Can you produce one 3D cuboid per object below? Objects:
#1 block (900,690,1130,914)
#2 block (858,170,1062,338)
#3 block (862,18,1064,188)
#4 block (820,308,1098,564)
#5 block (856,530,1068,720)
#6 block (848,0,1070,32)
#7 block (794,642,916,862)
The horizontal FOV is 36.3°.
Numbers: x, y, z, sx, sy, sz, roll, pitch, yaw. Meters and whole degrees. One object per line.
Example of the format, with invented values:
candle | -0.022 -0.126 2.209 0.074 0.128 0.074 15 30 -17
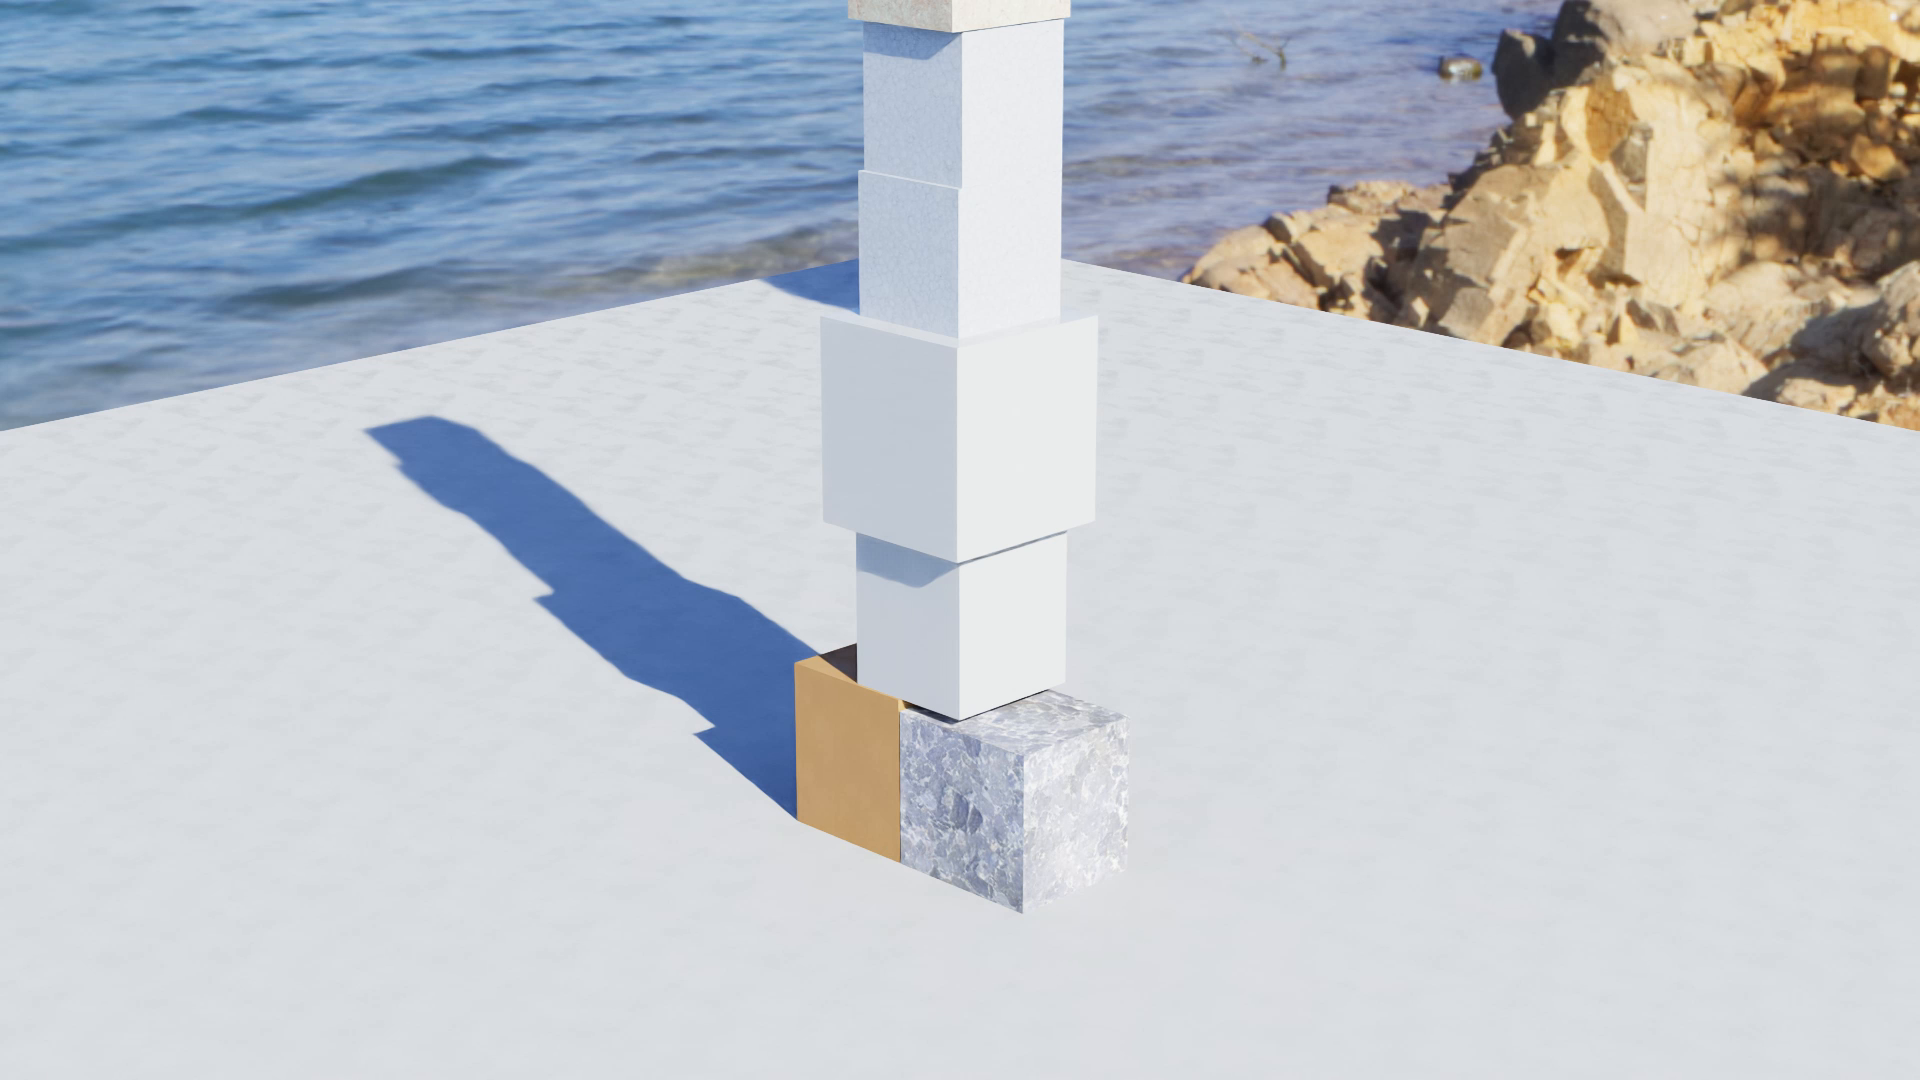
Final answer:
block | 0.248 1.149 13.430 0.692 0.754 0.783 -17 24 -42
block | 0.000 -1.307 12.928 0.637 0.648 0.622 -17 24 -42
block | 0.014 -1.938 12.744 0.619 0.665 0.606 -17 24 -42
block | -0.004 -0.541 13.166 0.883 0.956 0.862 -17 24 -42
block | 0.007 0.286 13.438 0.691 0.786 0.667 -17 24 -42
block | -0.002 -2.573 12.527 0.719 0.679 0.635 -17 24 -42
block | -0.289 0.965 13.931 0.683 0.805 0.708 -17 24 -42
